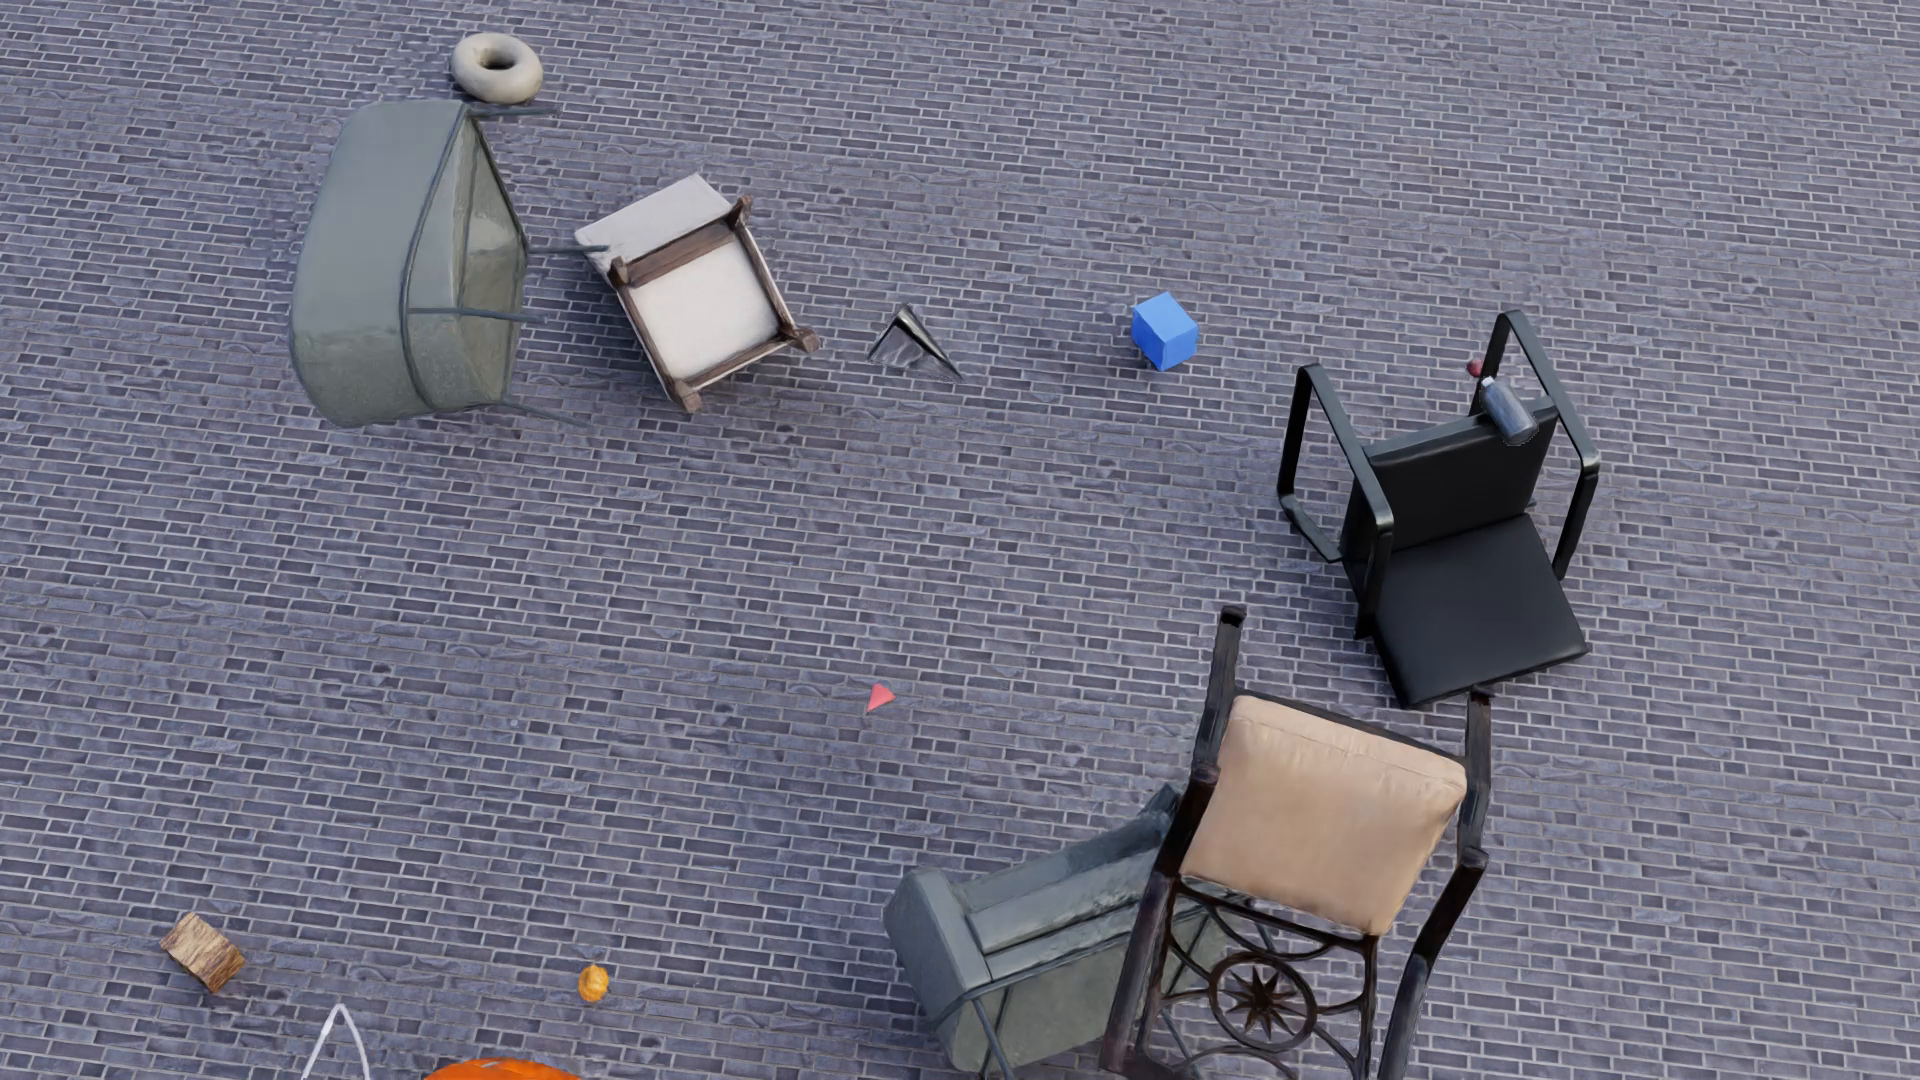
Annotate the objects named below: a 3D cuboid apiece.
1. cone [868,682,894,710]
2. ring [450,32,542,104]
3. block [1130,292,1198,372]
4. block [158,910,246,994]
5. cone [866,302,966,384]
[{"bbox_3d":[-0.239,0.457,6.247,0.075,0.047,0.081,33,71,22],"label":"cone"},{"bbox_3d":[-1.597,-1.626,7.582,0.330,0.133,0.262,21,57,10],"label":"ring"},{"bbox_3d":[0.642,-0.656,6.926,0.126,0.146,0.168,-27,60,-17],"label":"block"},{"bbox_3d":[-1.993,1.086,5.787,0.173,0.096,0.116,31,62,19],"label":"block"},{"bbox_3d":[-0.105,-0.572,6.883,0.308,0.274,0.134,33,49,-7],"label":"cone"}]
